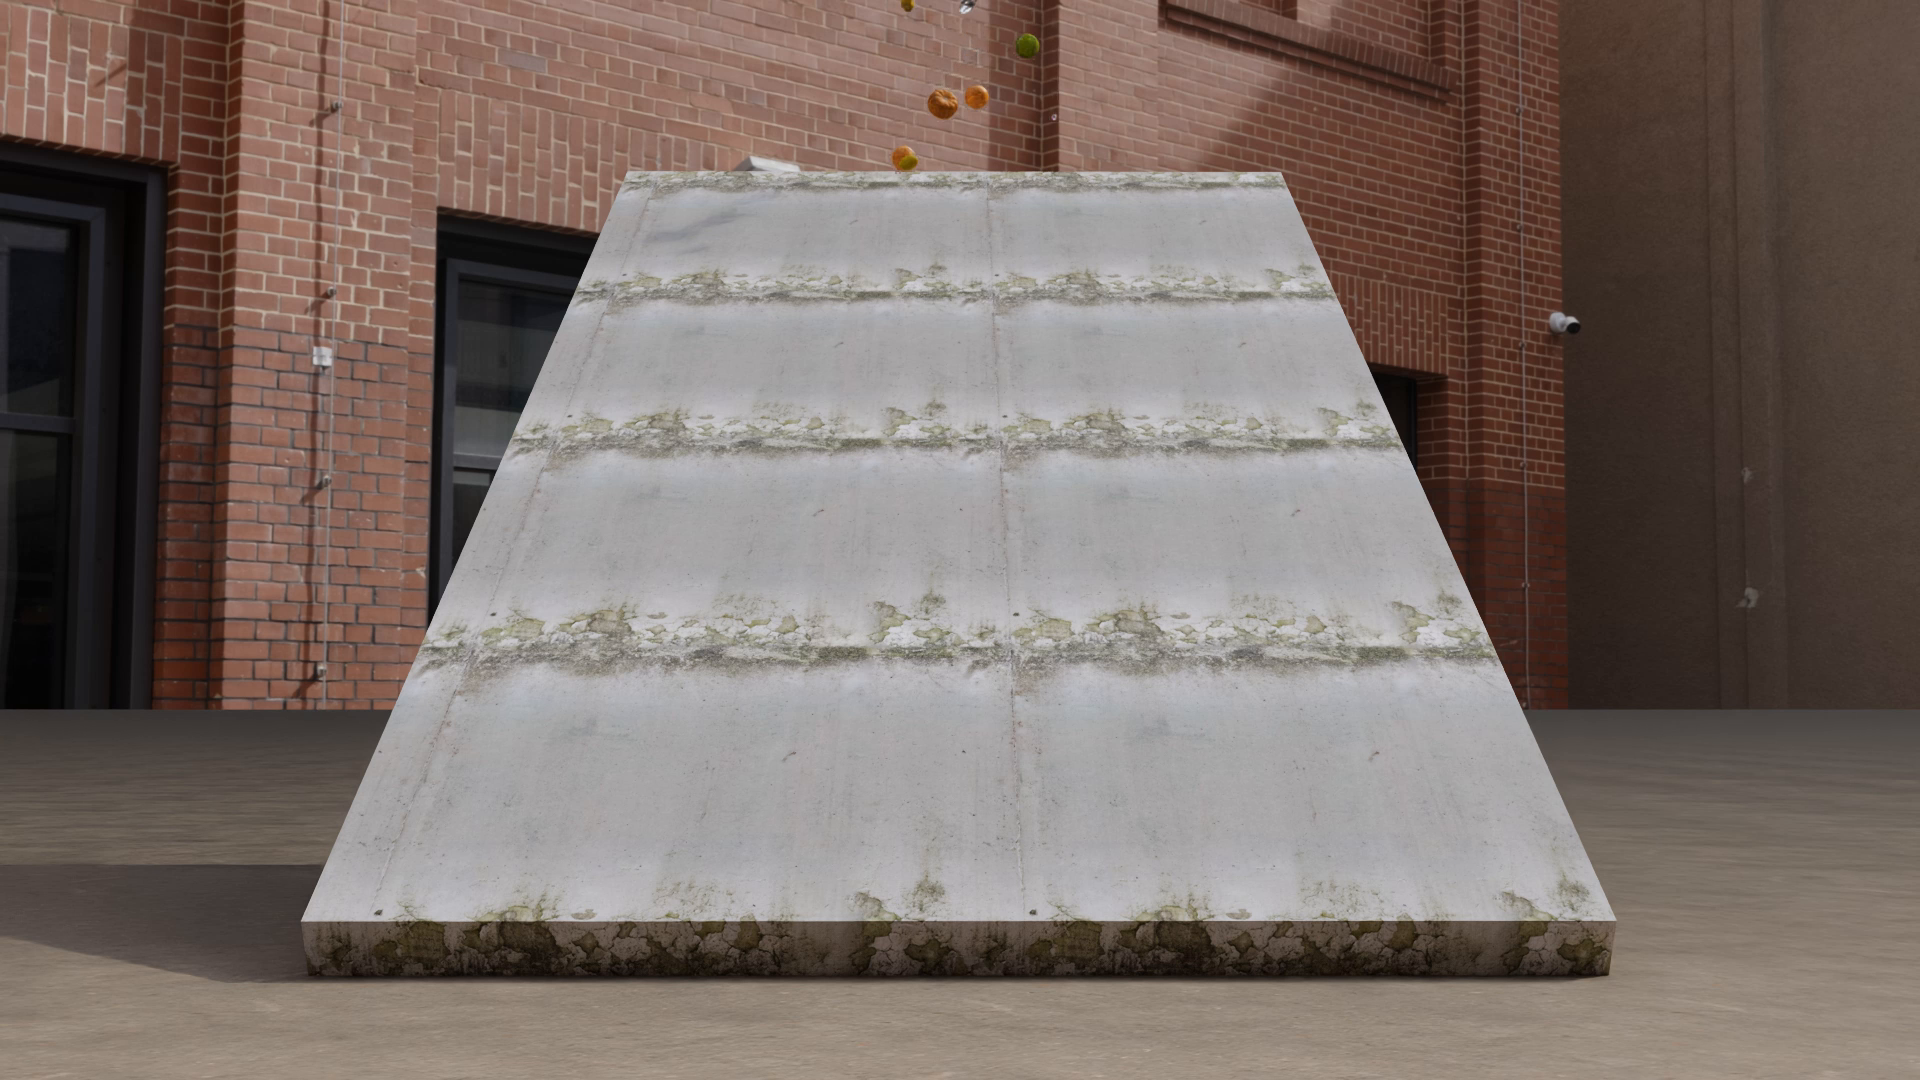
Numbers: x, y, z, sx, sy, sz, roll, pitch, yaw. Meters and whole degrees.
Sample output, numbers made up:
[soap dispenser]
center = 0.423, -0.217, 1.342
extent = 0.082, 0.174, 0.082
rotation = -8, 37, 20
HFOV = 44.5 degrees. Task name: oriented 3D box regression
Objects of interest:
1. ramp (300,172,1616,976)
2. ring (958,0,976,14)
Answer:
[ramp]
center = -0.009, -0.229, 5.395
extent = 2.000, 0.100, 4.000
rotation = 0, 25, 0
[ring]
center = 0.031, -1.580, 6.818
extent = 0.036, 0.109, 0.109
rotation = 26, -10, -12
